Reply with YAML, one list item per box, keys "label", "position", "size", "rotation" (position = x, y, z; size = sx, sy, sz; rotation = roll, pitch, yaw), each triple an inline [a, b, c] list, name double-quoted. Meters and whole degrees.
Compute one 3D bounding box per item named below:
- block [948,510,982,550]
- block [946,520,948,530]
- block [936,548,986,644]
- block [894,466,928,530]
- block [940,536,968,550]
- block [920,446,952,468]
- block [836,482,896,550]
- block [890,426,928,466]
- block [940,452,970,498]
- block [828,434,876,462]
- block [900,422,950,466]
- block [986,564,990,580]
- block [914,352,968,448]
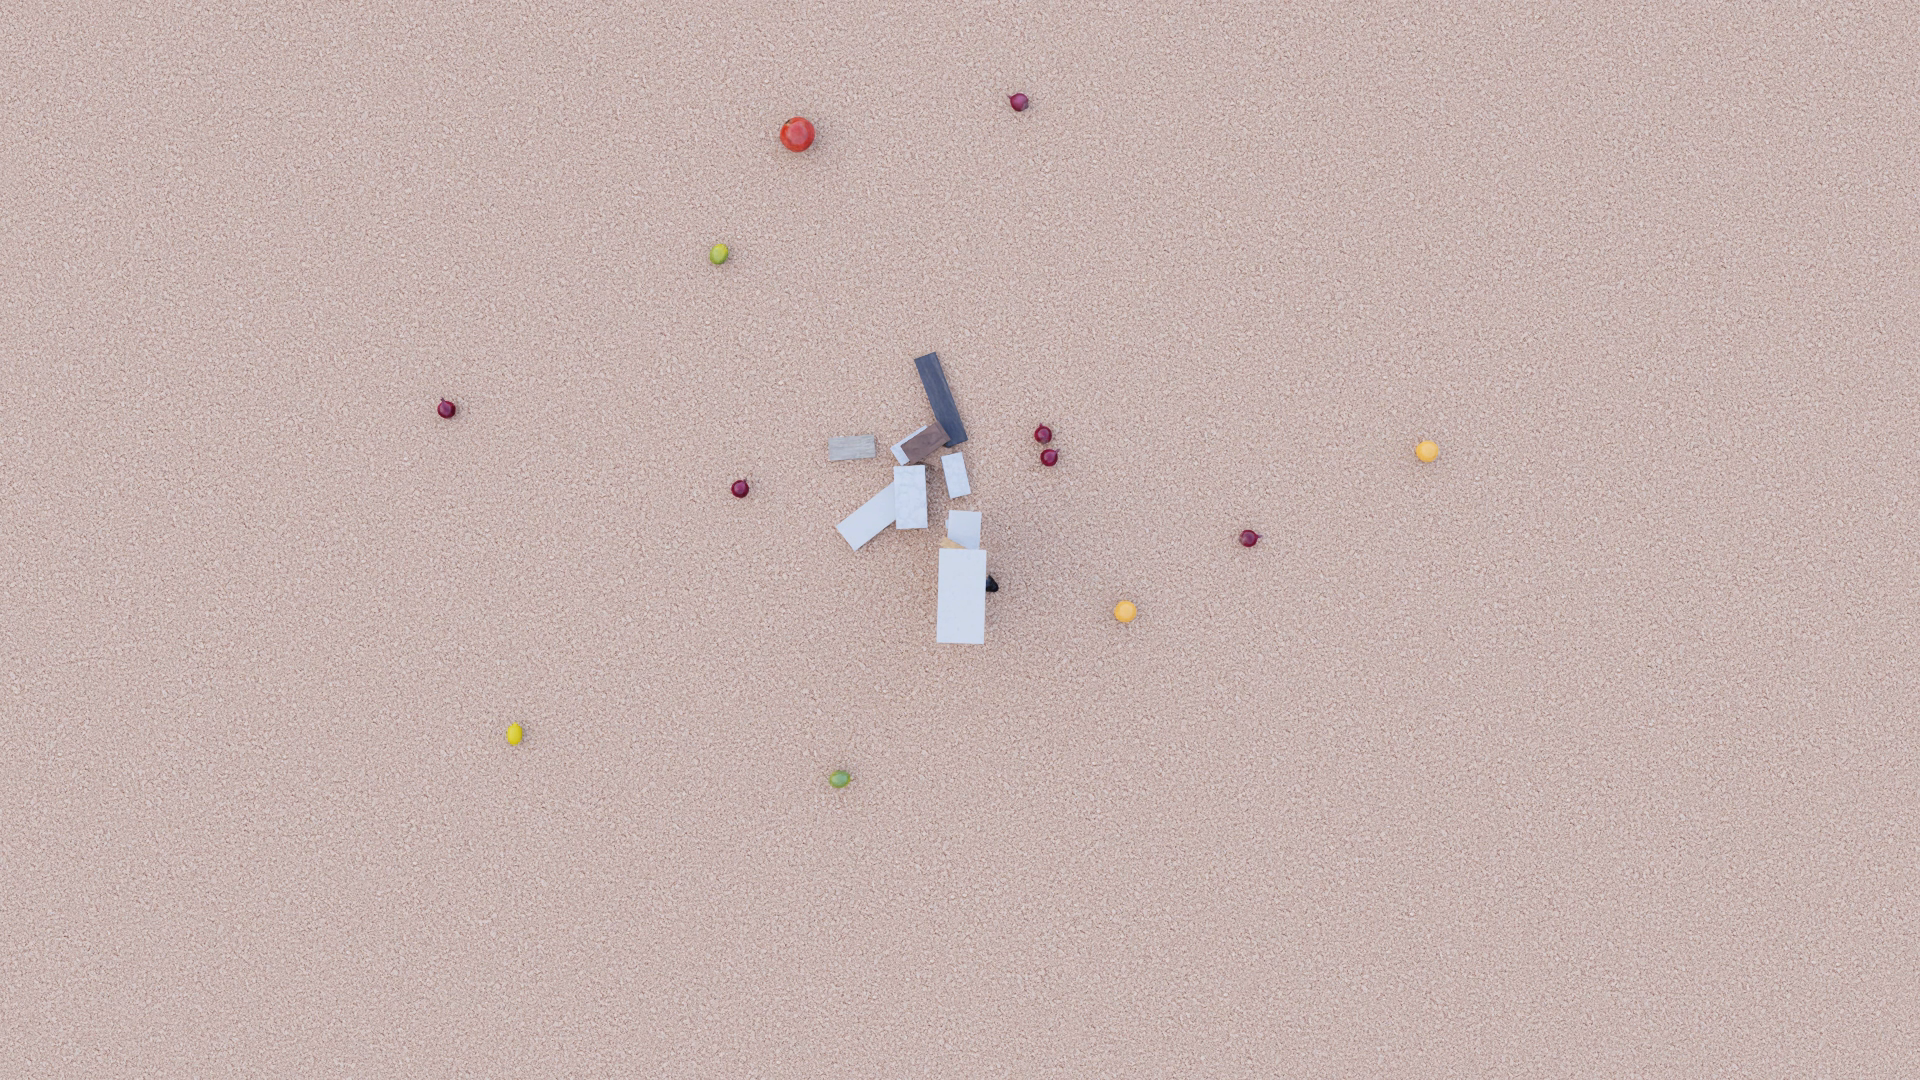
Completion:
- label: "block"
  position: [0.010, 0.011, 5.279]
  size: [0.103, 0.029, 0.206]
  rotation: [4, 90, 0]
- label: "block"
  position: [0.005, -0.054, 5.397]
  size: [0.103, 0.206, 0.029]
  rotation: [-3, 90, 0]
- label: "block"
  position: [0.005, 0.168, 4.963]
  size: [0.141, 0.040, 0.282]
  rotation: [2, 90, 0]
- label: "block"
  position: [-0.163, -0.142, 5.456]
  size: [0.103, 0.029, 0.206]
  rotation: [-3, 90, 0]
- label: "block"
  position: [-0.010, 0.026, 5.162]
  size: [0.103, 0.206, 0.029]
  rotation: [28, 90, 0]
- label: "block"
  position: [-0.102, -0.289, 5.490]
  size: [0.141, 0.020, 0.071]
  rotation: [19, 90, 0]
- label: "block"
  position: [-0.270, -0.090, 5.485]
  size: [0.280, 0.029, 0.103]
  rotation: [-38, 90, 0]
- label: "block"
  position: [-0.154, -0.313, 5.470]
  size: [0.141, 0.020, 0.071]
  rotation: [-33, 90, 0]
- label: "block"
  position: [-0.015, -0.215, 5.477]
  size: [0.071, 0.020, 0.141]
  rotation: [-14, 96, -10]
- label: "block"
  position: [-0.359, -0.307, 5.489]
  size: [0.152, 0.022, 0.076]
  rotation: [-4, 90, 0]
- label: "block"
  position: [-0.114, -0.321, 5.449]
  size: [0.152, 0.022, 0.076]
  rotation: [-34, 90, 0]
- label: "block"
  position: [0.019, 0.084, 5.124]
  size: [0.141, 0.282, 0.040]
  rotation: [14, 90, 0]
- label: "block"
  position: [-0.063, -0.466, 5.489]
  size: [0.076, 0.022, 0.313]
  rotation: [-21, 90, 0]
